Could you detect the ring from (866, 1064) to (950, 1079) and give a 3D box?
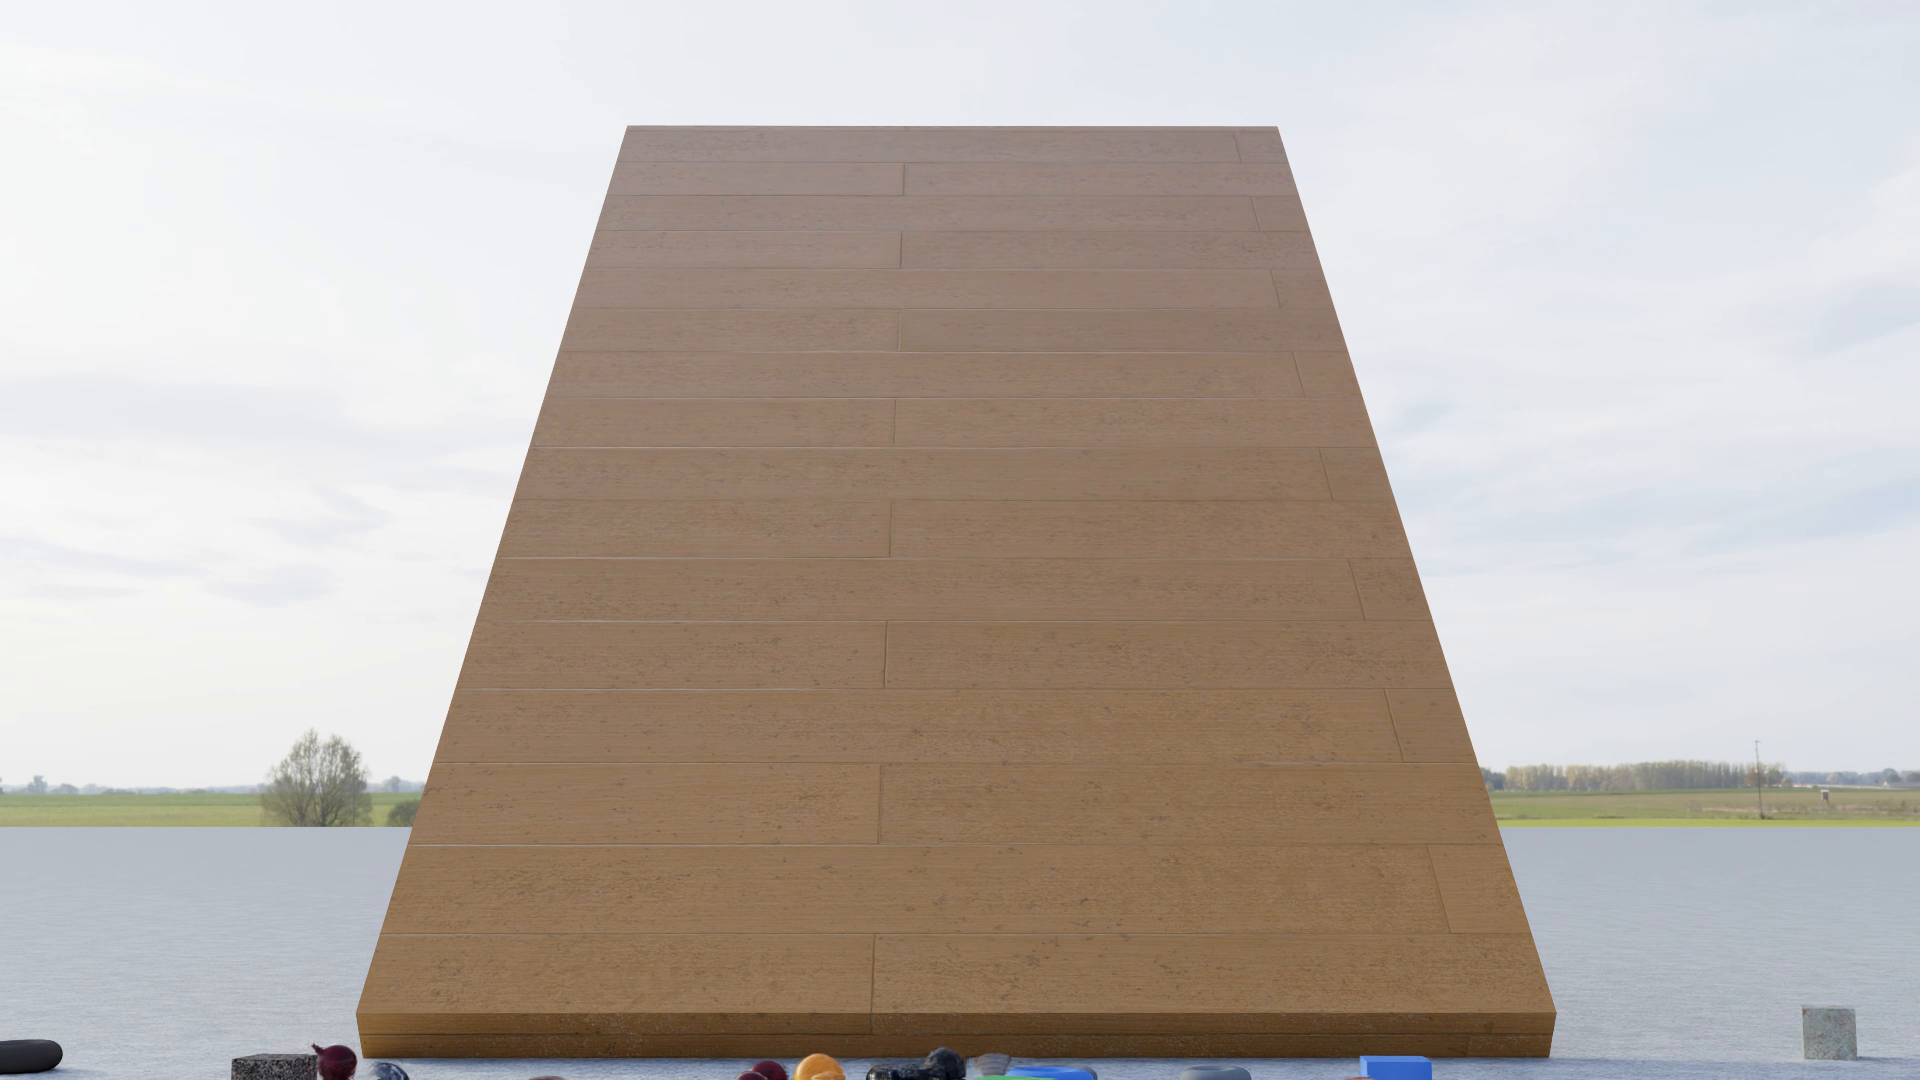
[{"bbox_3d":[-0.076,0.790,3.557,0.123,0.041,0.123,1,-7,0],"label":"ring"}]

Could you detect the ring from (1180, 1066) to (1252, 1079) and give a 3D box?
[{"bbox_3d":[0.376,0.796,3.583,0.106,0.035,0.106,-1,-7,0],"label":"ring"}]

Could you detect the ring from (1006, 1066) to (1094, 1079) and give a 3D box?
[{"bbox_3d":[0.127,0.778,3.471,0.134,0.045,0.134,1,-8,0],"label":"ring"}]

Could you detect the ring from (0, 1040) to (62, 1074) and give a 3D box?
[{"bbox_3d":[-1.508,0.827,3.892,0.135,0.045,0.135,-1,-6,0],"label":"ring"}]

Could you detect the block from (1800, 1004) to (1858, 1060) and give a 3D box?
[{"bbox_3d":[1.469,0.832,4.112,0.084,0.084,0.084,-2,-7,17],"label":"block"}]

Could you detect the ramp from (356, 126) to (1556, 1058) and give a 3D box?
[{"bbox_3d":[-0.014,-0.200,5.787,2.000,0.100,4.000,0,31,0],"label":"ramp"}]

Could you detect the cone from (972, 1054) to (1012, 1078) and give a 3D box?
[{"bbox_3d":[0.047,0.778,3.506,0.058,0.058,0.058,-3,-31,-2],"label":"cone"}]

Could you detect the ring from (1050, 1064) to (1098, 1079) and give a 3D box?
[{"bbox_3d":[0.149,0.796,3.588,0.109,0.036,0.109,0,-7,0],"label":"ring"}]

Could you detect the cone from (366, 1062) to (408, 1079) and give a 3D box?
[{"bbox_3d":[-0.819,0.784,3.446,0.061,0.061,0.061,0,21,3],"label":"cone"}]

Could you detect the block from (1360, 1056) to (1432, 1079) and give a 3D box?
[{"bbox_3d":[0.577,0.729,3.216,0.084,0.084,0.084,0,-7,3],"label":"block"}]

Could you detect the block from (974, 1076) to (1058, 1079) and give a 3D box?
[{"bbox_3d":[0.059,0.694,2.925,0.087,0.087,0.087,-3,-7,27],"label":"block"}]

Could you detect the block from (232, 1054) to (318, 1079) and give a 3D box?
[{"bbox_3d":[-0.920,0.735,3.261,0.082,0.082,0.082,-1,-7,12],"label":"block"}]
